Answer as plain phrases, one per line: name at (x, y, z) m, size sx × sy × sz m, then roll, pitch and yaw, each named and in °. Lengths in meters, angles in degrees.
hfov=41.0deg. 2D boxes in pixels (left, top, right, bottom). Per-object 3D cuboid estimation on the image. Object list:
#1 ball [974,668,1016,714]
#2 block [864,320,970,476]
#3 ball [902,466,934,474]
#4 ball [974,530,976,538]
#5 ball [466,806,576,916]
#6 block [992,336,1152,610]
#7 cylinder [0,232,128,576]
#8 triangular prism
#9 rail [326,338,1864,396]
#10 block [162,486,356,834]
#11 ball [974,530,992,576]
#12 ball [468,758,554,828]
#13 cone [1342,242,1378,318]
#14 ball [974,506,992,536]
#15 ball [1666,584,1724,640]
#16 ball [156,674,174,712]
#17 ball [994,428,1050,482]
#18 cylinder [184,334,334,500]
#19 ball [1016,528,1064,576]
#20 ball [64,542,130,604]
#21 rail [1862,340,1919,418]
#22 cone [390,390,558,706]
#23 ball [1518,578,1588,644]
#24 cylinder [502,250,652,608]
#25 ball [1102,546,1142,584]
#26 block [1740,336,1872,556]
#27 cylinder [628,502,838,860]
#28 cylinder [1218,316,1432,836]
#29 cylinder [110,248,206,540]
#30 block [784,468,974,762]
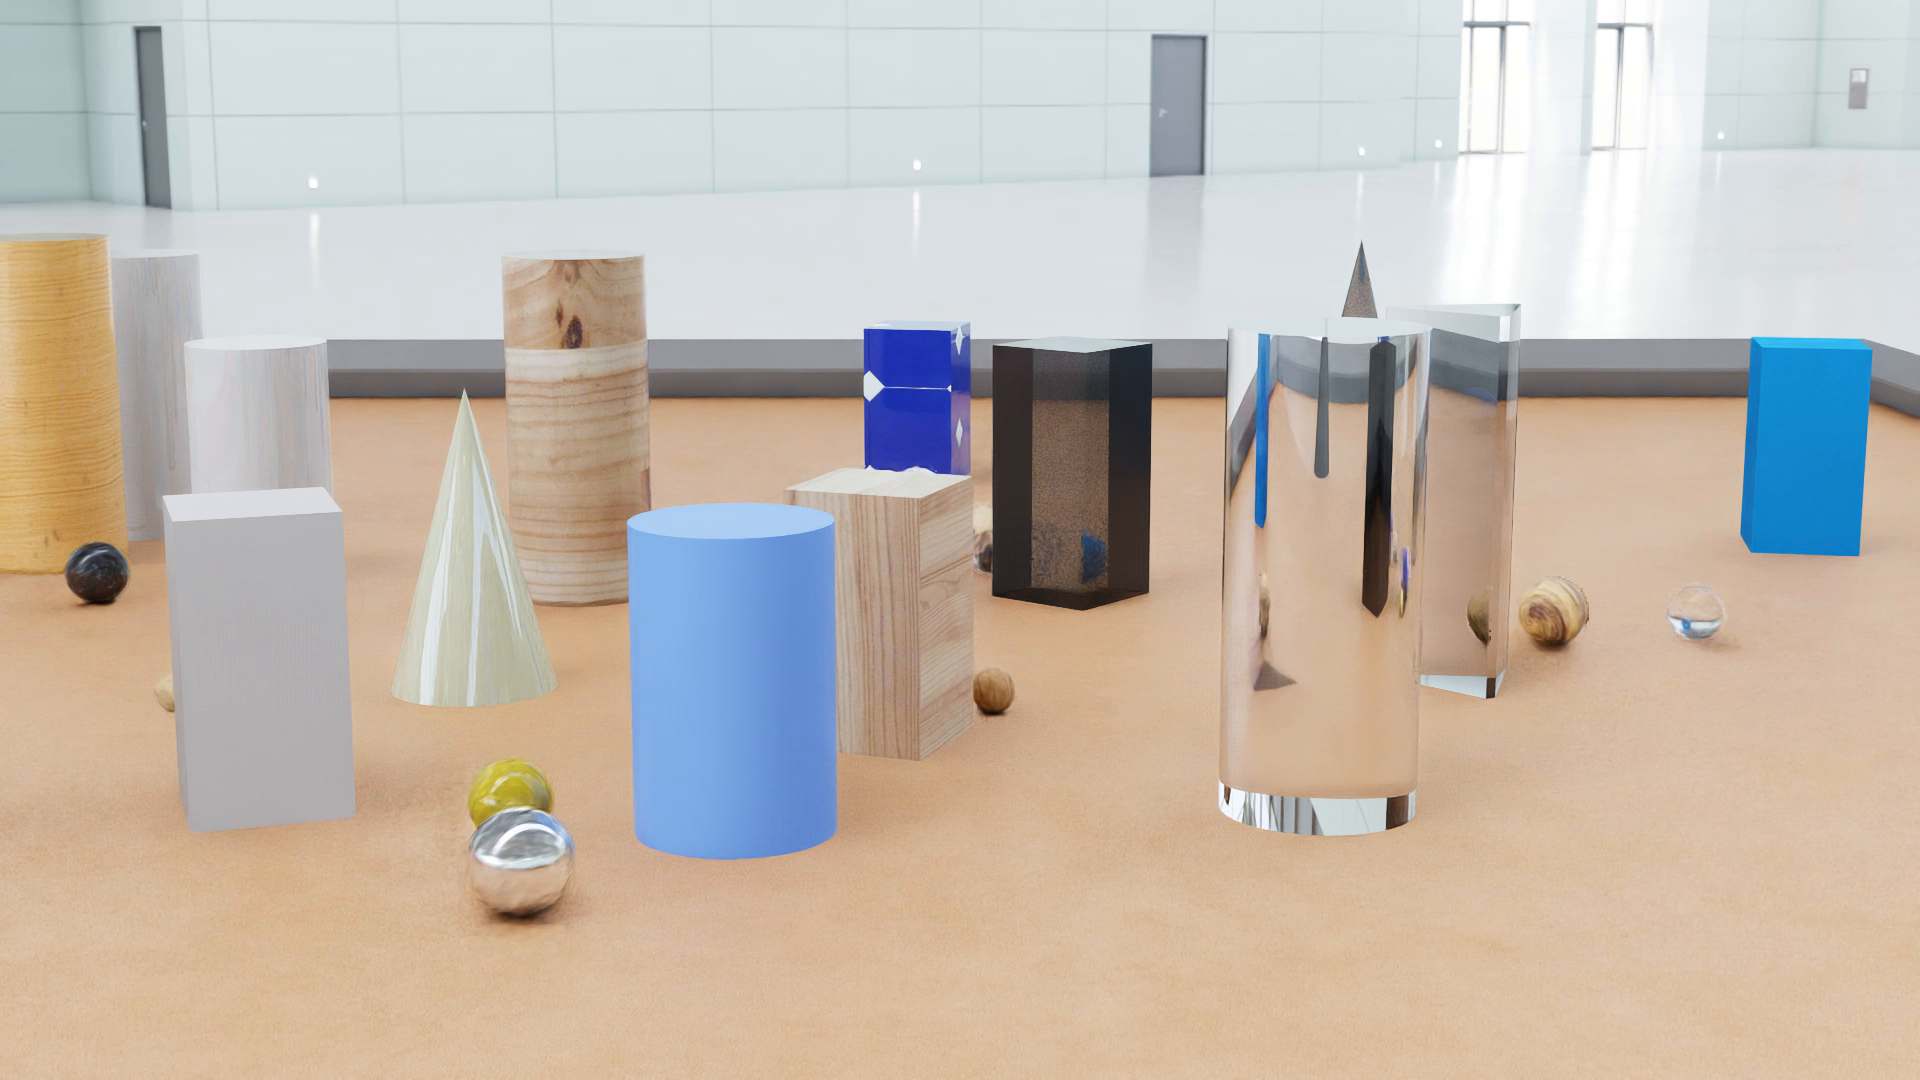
ball at (0.038, 0.171, 2.915) m, size 0.052 × 0.052 × 0.052 m, roll 0°, pitch 11°, yaw 0°
block at (-0.075, -0.246, 4.556) m, size 0.156 × 0.272 × 0.156 m, roll 2°, pitch 11°, yaw 13°
ball at (-0.069, -0.073, 4.130) m, size 0.089 × 0.089 × 0.089 m, roll 0°, pitch 11°, yaw 0°
ball at (-0.018, -0.003, 3.732) m, size 0.083 × 0.083 × 0.083 m, roll 0°, pitch 11°, yaw 0°
ball at (-0.381, 0.278, 2.221) m, size 0.094 × 0.094 × 0.094 m, roll 0°, pitch 11°, yaw 0°
block at (0.154, -0.096, 3.538) m, size 0.156 × 0.350 × 0.156 m, roll 8°, pitch 13°, yaw 38°
cylinder at (-1.333, -0.202, 3.756) m, size 0.195 × 0.479 × 0.195 m, roll 0°, pitch 11°, yaw 0°
triangular prism at (0.613, -0.055, 3.054) m, size 0.146 × 0.445 × 0.169 m, roll -10°, pitch 14°, yaw -42°
rail at (-0.013, -0.377, 5.657) m, size 4.029 × 0.127 × 0.045 m, roll 0°, pitch 11°, yaw 0°
block at (-0.692, 0.114, 2.531) m, size 0.156 × 0.304 × 0.156 m, roll -4°, pitch 11°, yaw -20°
ball at (0.047, 0.018, 3.702) m, size 0.066 × 0.066 × 0.066 m, roll 0°, pitch 11°, yaw 0°
ball at (-0.425, 0.247, 2.426) m, size 0.080 × 0.080 × 0.080 m, roll 0°, pitch 11°, yaw 0°
cone at (0.727, -0.341, 4.679) m, size 0.195 × 0.415 × 0.195 m, roll 0°, pitch 11°, yaw 0°
ball at (0.035, -0.008, 3.797) m, size 0.082 × 0.082 × 0.082 m, roll 0°, pitch 11°, yaw 0°
ball at (0.941, 0.093, 3.282) m, size 0.071 × 0.071 × 0.071 m, roll 0°, pitch 11°, yaw 0°
ball at (-0.892, 0.174, 2.920) m, size 0.044 × 0.044 × 0.044 m, roll 0°, pitch 11°, yaw 0°
ball at (0.108, -0.149, 4.516) m, size 0.098 × 0.098 × 0.098 m, roll 0°, pitch 11°, yaw 0°
cylinder at (-0.995, -0.113, 3.654) m, size 0.195 × 0.339 × 0.195 m, roll 0°, pitch 11°, yaw 0°
ball at (0.115, 0.017, 3.697) m, size 0.068 × 0.068 × 0.068 m, roll 0°, pitch 11°, yaw 0°
ball at (-1.180, 0.044, 3.510) m, size 0.085 × 0.085 × 0.085 m, roll 0°, pitch 11°, yaw 0°
rail at (1.991, 0.031, 3.460) m, size 0.045 × 0.127 × 4.538 m, roll 0°, pitch 11°, yaw 0°
cone at (-0.575, -0.001, 3.009) m, size 0.195 × 0.356 × 0.195 m, roll 0°, pitch 11°, yaw 0°
ball at (0.752, 0.090, 3.257) m, size 0.085 × 0.085 × 0.085 m, roll 0°, pitch 11°, yaw 0°
cylinder at (-0.526, -0.158, 3.538) m, size 0.195 × 0.471 × 0.195 m, roll 0°, pitch 11°, yaw 0°
ball at (0.231, 0.035, 3.638) m, size 0.055 × 0.055 × 0.055 m, roll 0°, pitch 11°, yaw 0°
block at (1.286, -0.145, 3.907) m, size 0.156 × 0.311 × 0.156 m, roll 2°, pitch 11°, yaw 11°
cylinder at (-0.216, 0.130, 2.449) m, size 0.195 × 0.302 × 0.195 m, roll 0°, pitch 11°, yaw 0°
cylinder at (0.355, 0.030, 2.506) m, size 0.195 × 0.478 × 0.195 m, roll 0°, pitch 11°, yaw 0°
cylinder at (-1.279, -0.231, 4.026) m, size 0.195 × 0.437 × 0.195 m, roll 0°, pitch 11°, yaw 0°
block at (-0.086, 0.077, 2.790) m, size 0.156 × 0.282 × 0.156 m, roll 4°, pitch 11°, yaw 21°
